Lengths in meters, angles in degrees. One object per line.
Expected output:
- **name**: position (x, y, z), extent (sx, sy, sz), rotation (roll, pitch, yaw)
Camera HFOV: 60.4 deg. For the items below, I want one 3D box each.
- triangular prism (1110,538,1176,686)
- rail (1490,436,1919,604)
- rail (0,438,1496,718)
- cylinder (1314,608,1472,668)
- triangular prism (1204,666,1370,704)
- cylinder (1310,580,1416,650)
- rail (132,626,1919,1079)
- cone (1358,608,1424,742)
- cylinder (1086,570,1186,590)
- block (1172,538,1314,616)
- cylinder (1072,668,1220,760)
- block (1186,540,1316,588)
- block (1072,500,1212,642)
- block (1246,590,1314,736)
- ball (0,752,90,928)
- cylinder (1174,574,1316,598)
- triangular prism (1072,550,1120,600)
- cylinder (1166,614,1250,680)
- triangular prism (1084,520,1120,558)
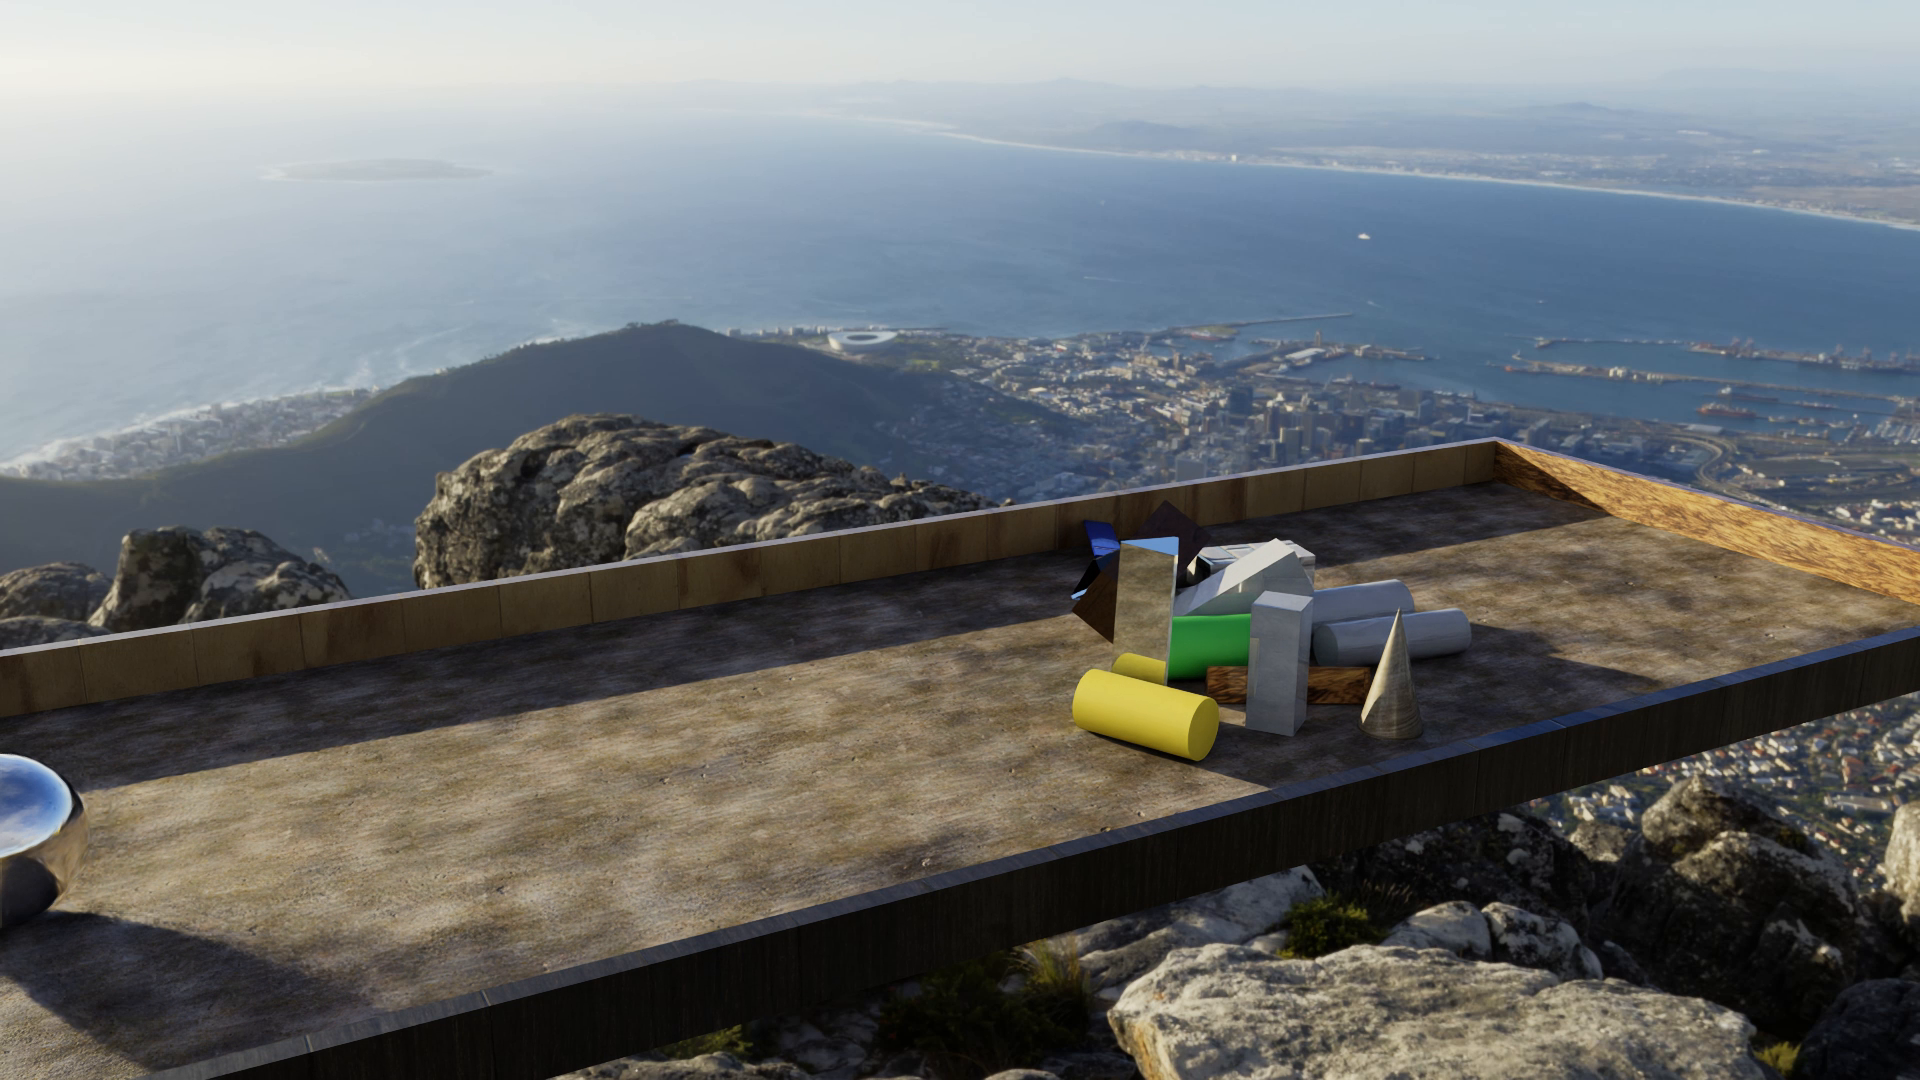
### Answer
- **triangular prism**: position (0.457, 0.213, 3.859), extent (0.149, 0.432, 0.129), rotation (15, 20, 35)
- **rail**: position (2.466, -0.048, 5.253), extent (0.050, 0.150, 2.100), rotation (-9, 18, -27)
- **rail**: position (-3.305, 0.497, 3.399), extent (12.000, 0.150, 0.050), rotation (-9, 18, -27)
- **cylinder**: position (1.119, 0.257, 4.268), extent (0.396, 0.120, 0.120), rotation (-6, 17, -19)
- **triangular prism**: position (0.800, 0.346, 4.028), extent (0.394, 0.079, 0.091), rotation (0, 16, 1)
- **cylinder**: position (1.025, 0.201, 4.395), extent (0.335, 0.156, 0.156), rotation (-7, 18, -21)
- **rail**: position (-2.336, 1.006, 1.665), extent (12.000, 0.150, 0.050), rotation (-9, 18, -27)
- **cone**: position (1.006, 0.296, 3.814), extent (0.151, 0.302, 0.151), rotation (0, 16, 0)
- **cylinder**: position (0.525, 0.127, 4.709), extent (0.122, 0.122, 0.417), rotation (13, 21, 37)
- **block**: position (0.714, 0.158, 4.300), extent (0.372, 0.129, 0.129), rotation (-30, 18, -2)
- **cylinder**: position (0.422, 0.396, 3.753), extent (0.301, 0.144, 0.144), rotation (12, 20, 35)
- **block**: position (0.825, 0.111, 4.696), extent (0.320, 0.159, 0.159), rotation (-5, 17, -15)
- **block**: position (0.499, 0.089, 4.482), extent (0.166, 0.166, 0.449), rotation (39, 39, 7)
- **block**: position (0.743, 0.287, 3.839), extent (0.114, 0.305, 0.114), rotation (8, 18, 25)
- **ball**: position (-1.739, 0.540, 2.960), extent (0.314, 0.314, 0.314), rotation (0, 16, 0)
- **cylinder**: position (0.764, 0.178, 4.505), extent (0.408, 0.139, 0.139), rotation (-7, 18, -23)
- **triangular prism**: position (0.516, 0.070, 4.874), extent (0.149, 0.129, 0.430), rotation (13, 21, 37)
- **cylinder**: position (0.626, 0.269, 4.156), extent (0.373, 0.159, 0.159), rotation (-2, 17, -7)
- **triangular prism**: position (0.429, 0.014, 5.095), extent (0.079, 0.091, 0.385), rotation (36, 12, -11)
